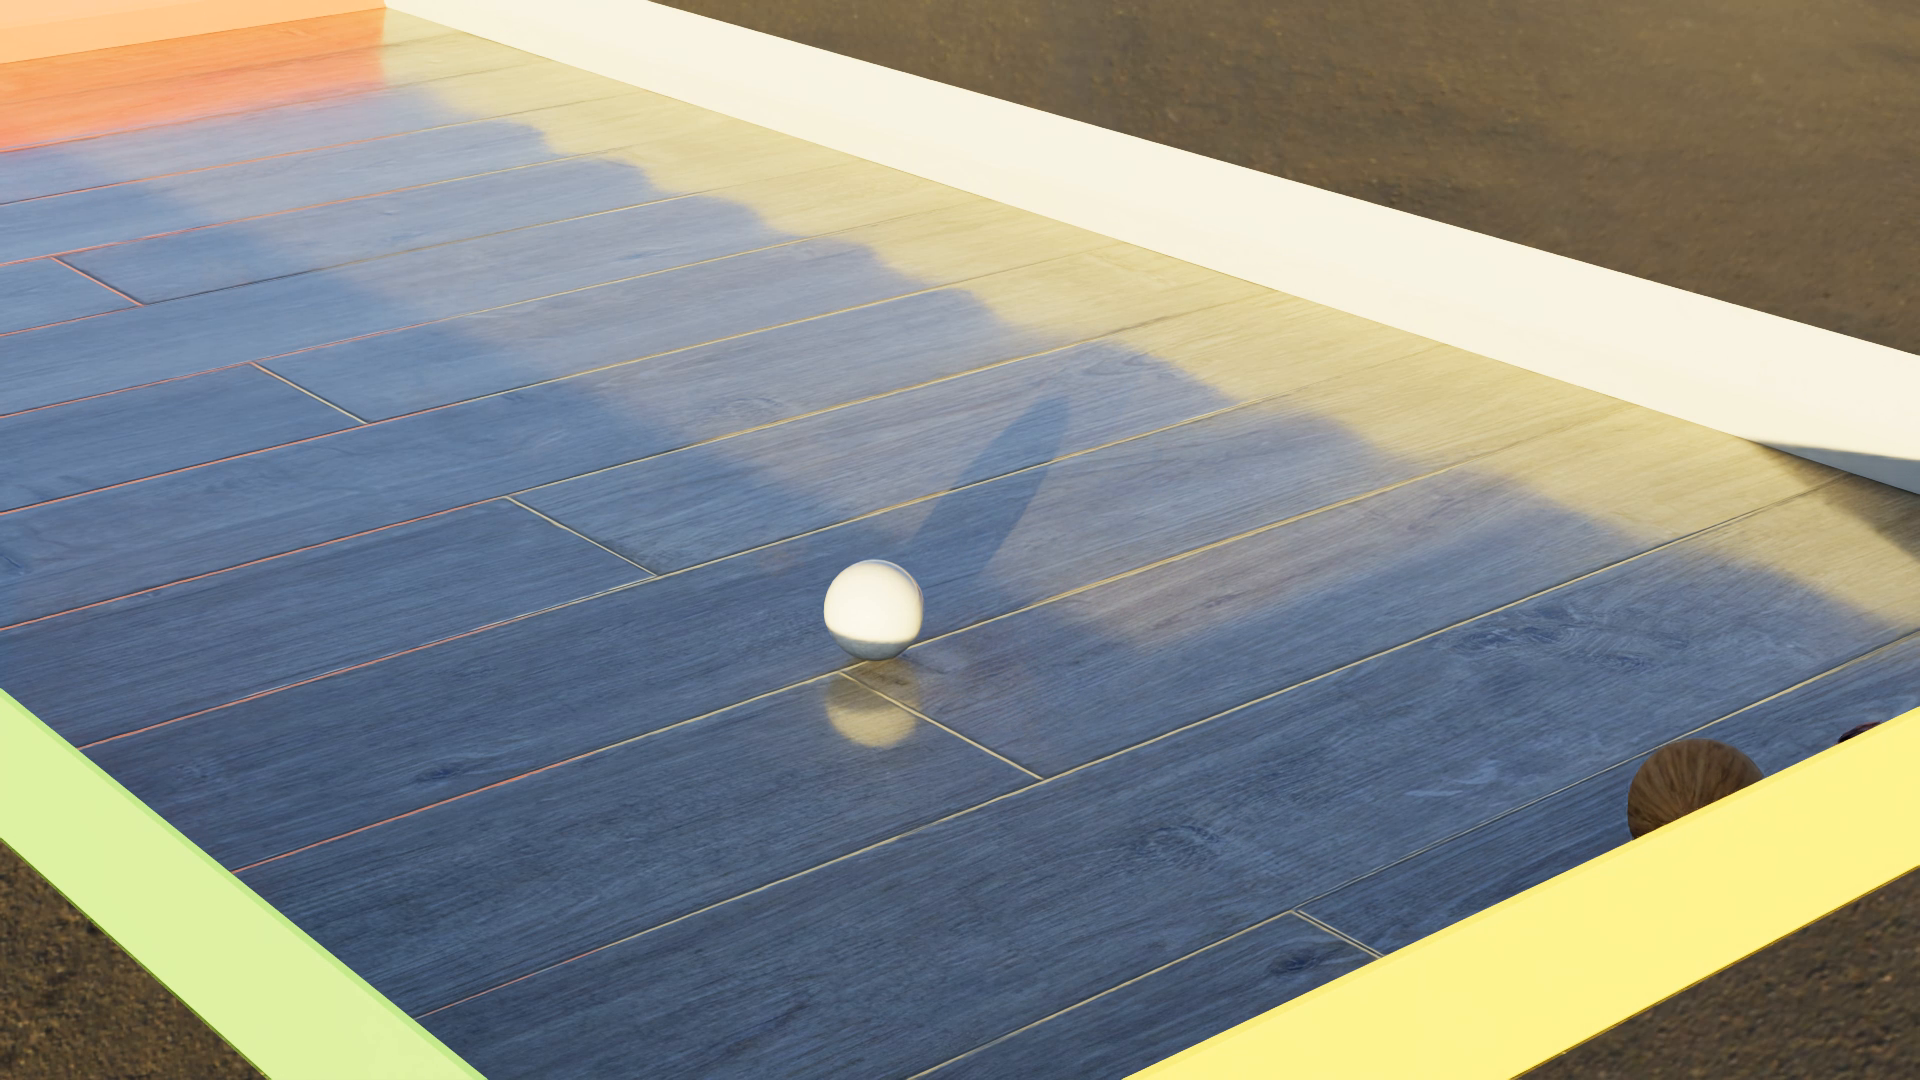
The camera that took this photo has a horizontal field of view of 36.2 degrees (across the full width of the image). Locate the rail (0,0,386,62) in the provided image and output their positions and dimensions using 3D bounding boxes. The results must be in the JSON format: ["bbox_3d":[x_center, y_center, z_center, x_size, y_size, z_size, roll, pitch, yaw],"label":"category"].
[{"bbox_3d":[-1.528,-0.713,4.184,1.627,0.126,0.045,-17,28,-36],"label":"rail"}]

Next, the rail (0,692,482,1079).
[{"bbox_3d":[-1.124,-0.067,2.578,0.045,0.126,3.234,-17,28,-36],"label":"rail"}]

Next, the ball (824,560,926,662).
[{"bbox_3d":[-0.068,0.056,2.335,0.081,0.081,0.081,0,22,0],"label":"ball"}]

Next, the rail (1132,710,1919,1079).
[{"bbox_3d":[0.499,0.204,1.904,1.627,0.126,0.045,-17,28,-36],"label":"rail"}]

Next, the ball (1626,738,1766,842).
[{"bbox_3d":[0.502,0.183,1.996,0.097,0.097,0.097,0,22,0],"label":"ball"}]

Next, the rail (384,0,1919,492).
[{"bbox_3d":[0.095,-0.442,3.510,0.045,0.126,3.234,-17,28,-36],"label":"rail"}]

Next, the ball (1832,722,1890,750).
[{"bbox_3d":[0.651,0.163,2.086,0.068,0.068,0.068,0,22,0],"label":"ball"}]

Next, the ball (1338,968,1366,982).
[{"bbox_3d":[0.251,0.290,1.776,0.064,0.064,0.064,0,22,0],"label":"ball"}]
